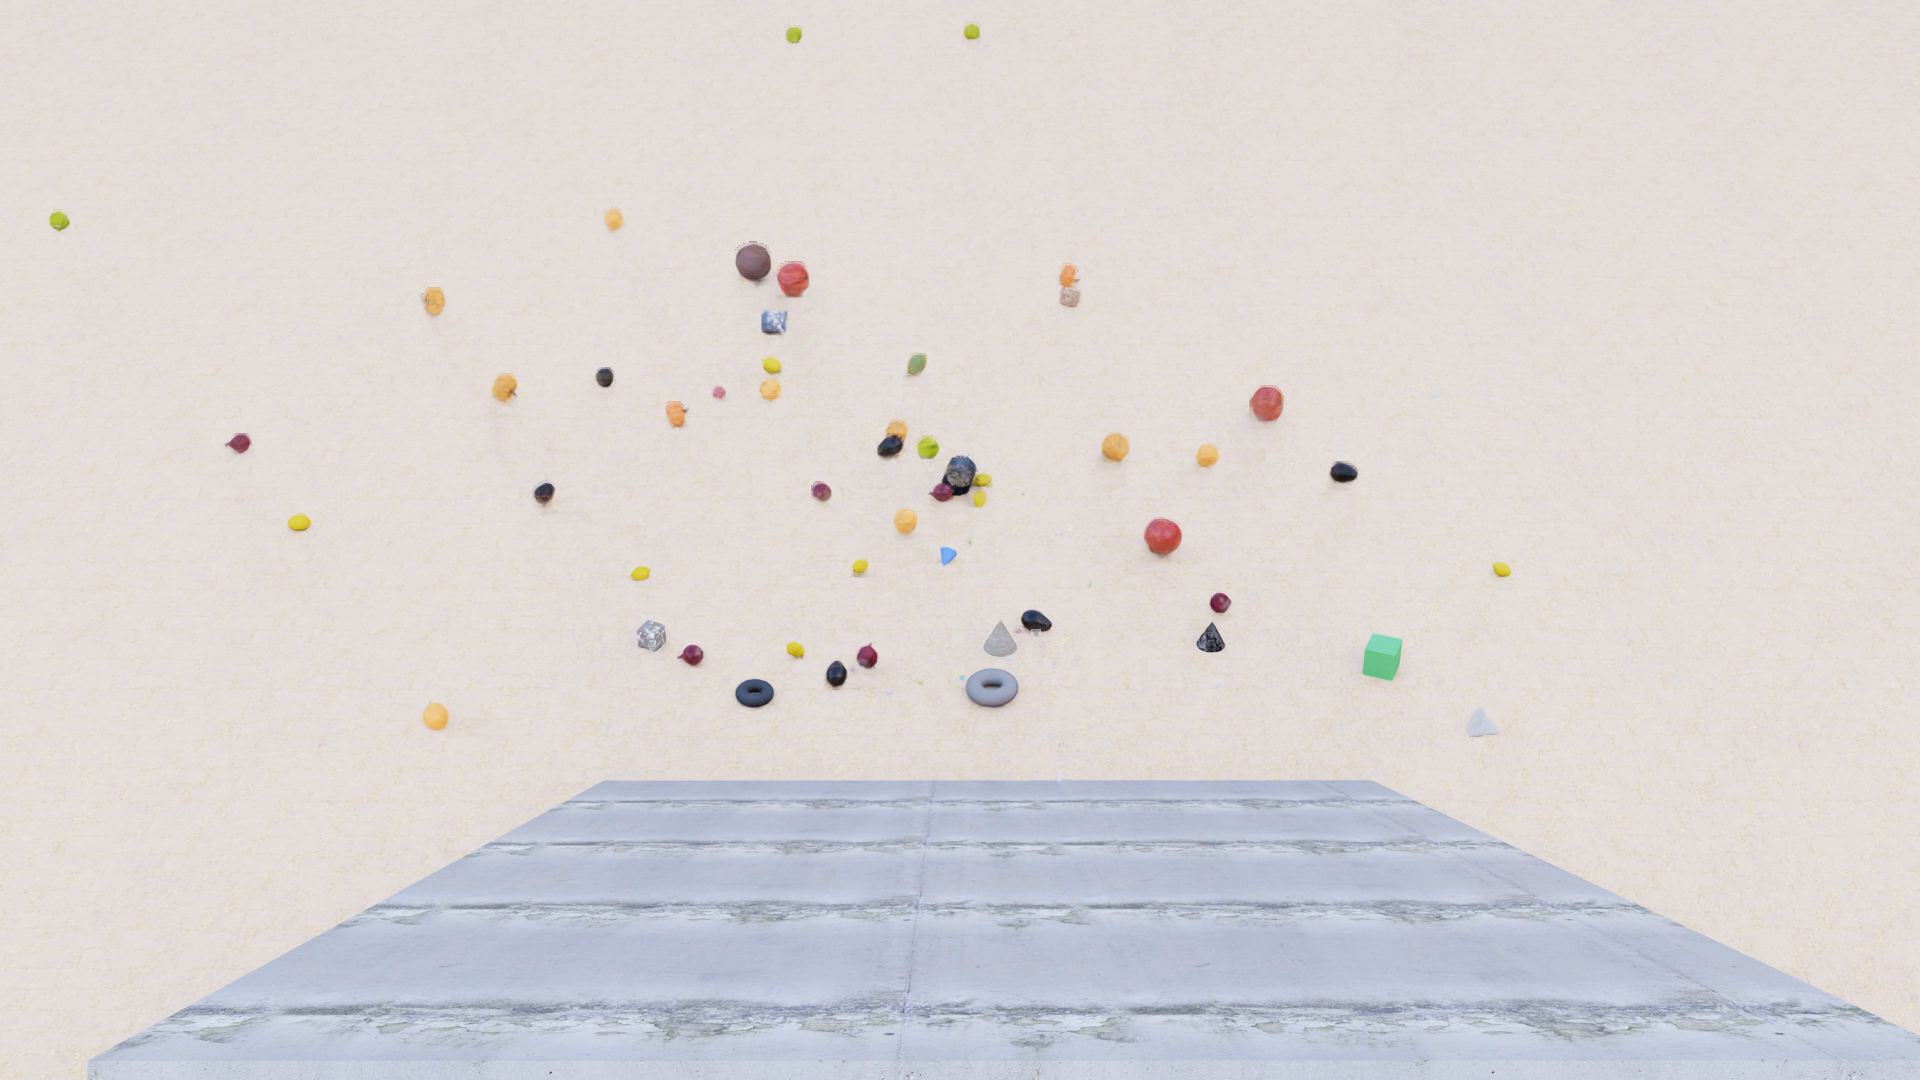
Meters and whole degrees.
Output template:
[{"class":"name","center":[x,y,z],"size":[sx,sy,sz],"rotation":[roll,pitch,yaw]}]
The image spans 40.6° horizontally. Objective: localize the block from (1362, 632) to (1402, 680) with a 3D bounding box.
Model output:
[{"class":"block","center":[1.187,0.328,7.284],"size":[0.087,0.087,0.087],"rotation":[12,35,18]}]

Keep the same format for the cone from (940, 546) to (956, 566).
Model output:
[{"class":"cone","center":[-0.042,0.057,7.760],"size":[0.054,0.054,0.054],"rotation":[11,61,17]}]

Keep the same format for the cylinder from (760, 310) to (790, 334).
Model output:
[{"class":"cylinder","center":[-0.641,-0.754,8.962],"size":[0.077,0.077,0.077],"rotation":[0,31,21]}]

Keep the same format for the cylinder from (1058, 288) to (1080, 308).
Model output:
[{"class":"cylinder","center":[0.385,-0.853,9.131],"size":[0.059,0.059,0.059],"rotation":[15,36,17]}]

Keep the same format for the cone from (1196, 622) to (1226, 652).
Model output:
[{"class":"cone","center":[0.716,0.264,7.387],"size":[0.083,0.083,0.083],"rotation":[0,33,0]}]

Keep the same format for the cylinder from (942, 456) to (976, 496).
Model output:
[{"class":"cylinder","center":[-0.002,-0.202,8.098],"size":[0.091,0.091,0.091],"rotation":[7,34,10]}]

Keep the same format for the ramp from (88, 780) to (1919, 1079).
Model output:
[{"class":"ramp","center":[0.073,0.639,4.751],"size":[2.000,0.100,4.000],"rotation":[0,-1,0]}]

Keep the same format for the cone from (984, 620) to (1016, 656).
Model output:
[{"class":"cone","center":[0.115,0.265,7.373],"size":[0.096,0.096,0.096],"rotation":[0,33,0]}]

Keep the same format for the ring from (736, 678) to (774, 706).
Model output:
[{"class":"ring","center":[-0.569,0.423,7.184],"size":[0.108,0.036,0.108],"rotation":[1,33,-1]}]

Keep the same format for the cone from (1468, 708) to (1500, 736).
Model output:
[{"class":"cone","center":[1.438,0.508,7.052],"size":[0.082,0.082,0.082],"rotation":[23,30,-13]}]

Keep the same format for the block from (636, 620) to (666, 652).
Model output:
[{"class":"block","center":[-0.879,0.273,7.395],"size":[0.058,0.058,0.058],"rotation":[15,36,22]}]

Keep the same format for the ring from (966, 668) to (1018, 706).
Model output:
[{"class":"ring","center":[0.089,0.409,7.195],"size":[0.146,0.049,0.146],"rotation":[-1,34,1]}]
